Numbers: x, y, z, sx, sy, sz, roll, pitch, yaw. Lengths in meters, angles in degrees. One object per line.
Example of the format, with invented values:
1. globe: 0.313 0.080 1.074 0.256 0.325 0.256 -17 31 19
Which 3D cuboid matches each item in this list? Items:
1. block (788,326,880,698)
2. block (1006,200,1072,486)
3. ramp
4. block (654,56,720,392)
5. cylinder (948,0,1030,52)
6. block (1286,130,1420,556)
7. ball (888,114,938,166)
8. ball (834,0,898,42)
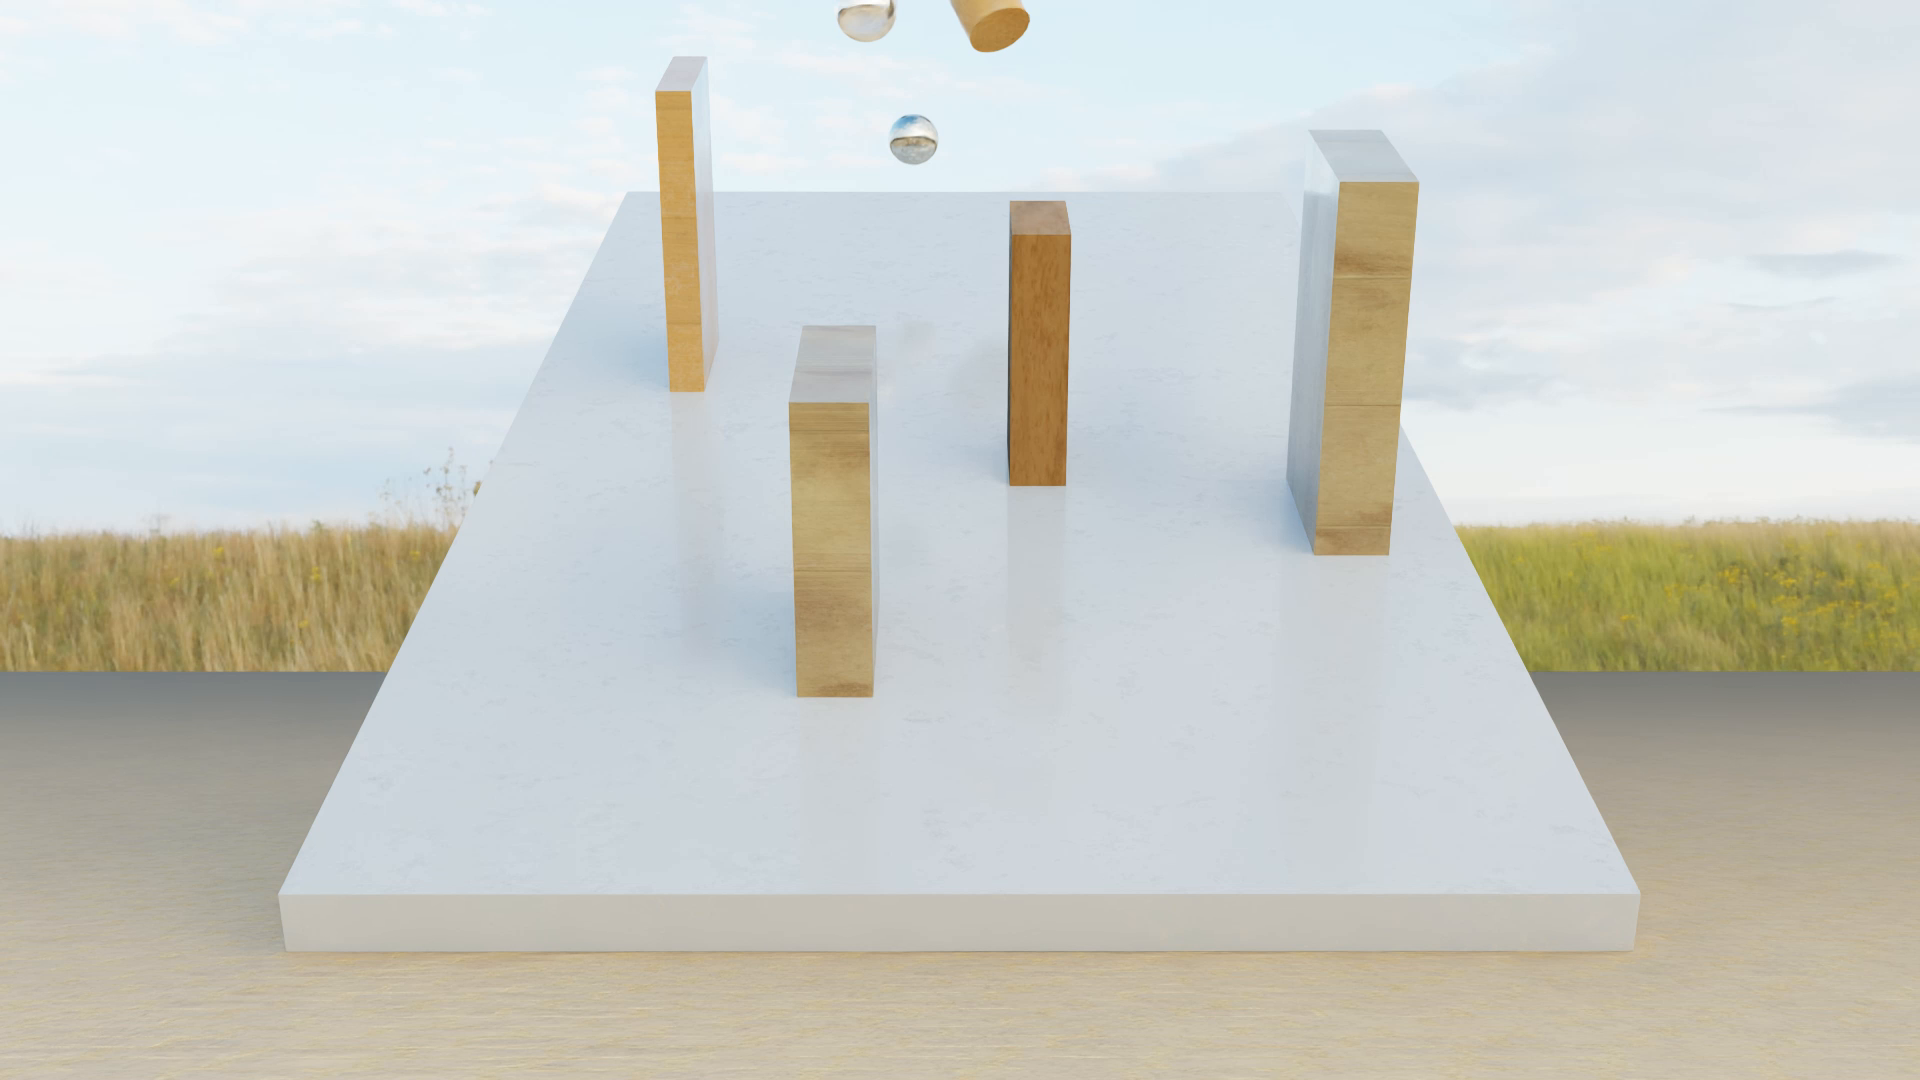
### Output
1. block: -0.215 -0.056 4.054 0.131 0.538 0.403 0 23 0
2. block: 0.164 -0.415 4.879 0.118 0.545 0.261 0 23 0
3. ramp: -0.008 -0.226 5.255 2.000 0.100 4.000 0 23 0
4. block: -0.636 -0.744 5.436 0.081 0.705 0.378 0 23 0
5. cylinder: 0.082 -1.585 6.881 0.191 0.191 0.191 -21 -24 -10
6. block: 0.767 -0.394 4.578 0.147 0.747 0.410 0 23 0
7. ball: -0.132 -1.133 6.547 0.145 0.145 0.145 0 -3 0
8. ball: -0.278 -1.571 6.857 0.190 0.190 0.190 0 -3 0
